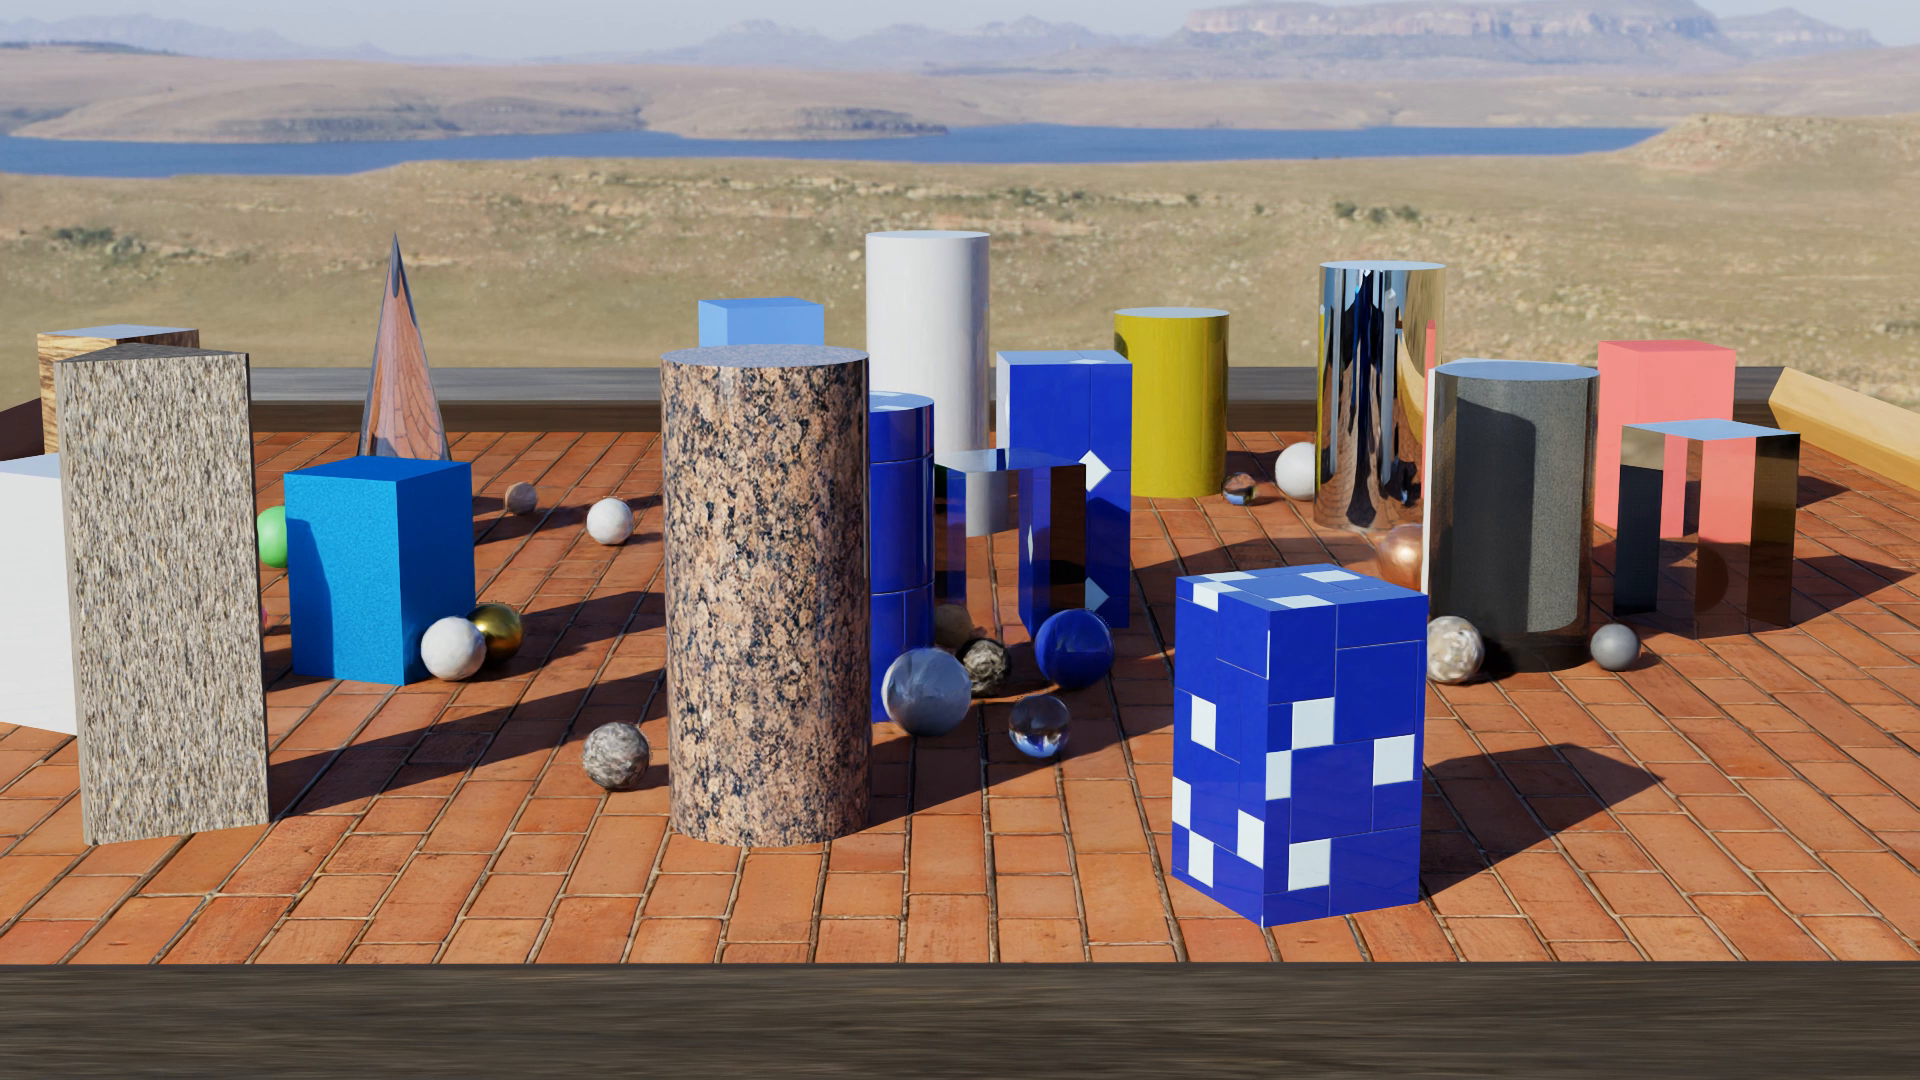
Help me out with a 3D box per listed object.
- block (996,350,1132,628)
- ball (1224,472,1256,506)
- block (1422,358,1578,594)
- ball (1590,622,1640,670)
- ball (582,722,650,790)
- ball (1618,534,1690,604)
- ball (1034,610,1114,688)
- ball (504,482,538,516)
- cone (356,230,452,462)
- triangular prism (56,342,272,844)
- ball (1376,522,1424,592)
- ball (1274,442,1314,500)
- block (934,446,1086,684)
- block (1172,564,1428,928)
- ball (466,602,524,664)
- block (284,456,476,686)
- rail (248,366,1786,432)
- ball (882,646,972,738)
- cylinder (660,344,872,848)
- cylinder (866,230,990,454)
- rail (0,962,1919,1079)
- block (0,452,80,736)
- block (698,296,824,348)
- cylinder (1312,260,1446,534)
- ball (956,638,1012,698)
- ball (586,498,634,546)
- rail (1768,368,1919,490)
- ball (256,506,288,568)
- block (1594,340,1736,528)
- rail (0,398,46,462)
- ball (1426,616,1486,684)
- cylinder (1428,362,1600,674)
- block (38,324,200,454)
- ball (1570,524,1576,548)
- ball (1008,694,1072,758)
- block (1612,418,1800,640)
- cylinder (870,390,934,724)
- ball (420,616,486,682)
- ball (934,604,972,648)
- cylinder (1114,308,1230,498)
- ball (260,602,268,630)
[{"bbox_3d":[0.136,-0.069,3.406,0.159,0.348,0.159,-1,11,-5],"label":"block"},{"bbox_3d":[0.469,-0.085,4.298,0.056,0.056,0.056,0,10,0],"label":"ball"},{"bbox_3d":[0.729,-0.070,3.464,0.159,0.329,0.159,5,12,27],"label":"block"},{"bbox_3d":[0.798,0.130,3.126,0.058,0.058,0.058,0,10,0],"label":"ball"},{"bbox_3d":[-0.350,0.220,2.612,0.069,0.069,0.069,0,10,0],"label":"ball"},{"bbox_3d":[0.952,0.039,3.516,0.096,0.096,0.096,0,10,0],"label":"ball"},{"bbox_3d":[0.135,0.129,3.035,0.094,0.094,0.094,0,10,0],"label":"ball"},{"bbox_3d":[-0.719,-0.067,4.203,0.054,0.054,0.054,0,10,0],"label":"ball"},{"bbox_3d":[-0.852,-0.231,3.909,0.199,0.483,0.199,0,10,0],"label":"cone"},{"bbox_3d":[-0.782,0.044,2.490,0.172,0.458,0.149,-5,12,-26],"label":"triangular prism"},{"bbox_3d":[0.631,0.026,3.575,0.100,0.100,0.100,0,10,0],"label":"ball"},{"bbox_3d":[0.582,-0.116,4.343,0.099,0.099,0.099,0,10,0],"label":"ball"},{"bbox_3d":[0.044,0.030,3.115,0.159,0.259,0.159,-5,12,-25],"label":"block"},{"bbox_3d":[0.298,0.177,2.274,0.159,0.277,0.159,-5,12,-24],"label":"block"},{"bbox_3d":[-0.575,0.115,3.154,0.076,0.076,0.076,0,10,0],"label":"ball"},{"bbox_3d":[-0.705,0.034,3.131,0.159,0.246,0.159,4,11,22],"label":"block"},{"bbox_3d":[-0.010,-0.279,5.136,3.342,0.129,0.045,0,10,0],"label":"rail"},{"bbox_3d":[-0.036,0.167,2.814,0.099,0.099,0.099,0,10,0],"label":"ball"},{"bbox_3d":[-0.185,0.048,2.478,0.199,0.455,0.199,0,10,0],"label":"cylinder"},{"bbox_3d":[-0.051,-0.259,4.123,0.199,0.461,0.199,0,10,0],"label":"cylinder"},{"bbox_3d":[0.010,0.345,1.761,3.342,0.129,0.045,0,10,0],"label":"rail"},{"bbox_3d":[-1.000,0.055,2.906,0.159,0.286,0.159,6,12,29],"label":"block"},{"bbox_3d":[-0.320,-0.207,4.142,0.159,0.352,0.159,-4,11,-21],"label":"block"},{"bbox_3d":[0.671,-0.233,4.109,0.199,0.414,0.199,0,10,0],"label":"cylinder"},{"bbox_3d":[0.026,0.149,2.995,0.070,0.070,0.070,0,10,0],"label":"ball"},{"bbox_3d":[-0.538,-0.028,3.944,0.072,0.072,0.072,0,10,0],"label":"ball"},{"bbox_3d":[1.647,0.032,3.458,0.045,0.129,3.480,0,10,0],"label":"rail"},{"bbox_3d":[-0.995,-0.005,3.765,0.091,0.091,0.091,0,10,0],"label":"ball"},{"bbox_3d":[1.119,-0.166,4.089,0.159,0.289,0.159,-2,11,-8],"label":"block"},{"bbox_3d":[-1.647,0.035,3.439,0.045,0.129,3.480,0,10,0],"label":"rail"},{"bbox_3d":[0.584,0.131,3.057,0.082,0.082,0.082,0,10,0],"label":"ball"},{"bbox_3d":[0.684,-0.032,3.182,0.199,0.357,0.199,0,10,0],"label":"cylinder"},{"bbox_3d":[-1.232,-0.137,3.789,0.159,0.343,0.159,6,12,28],"label":"block"},{"bbox_3d":[0.892,-0.009,3.857,0.066,0.066,0.066,0,10,0],"label":"ball"},{"bbox_3d":[0.086,0.198,2.732,0.068,0.068,0.068,0,10,0],"label":"ball"},{"bbox_3d":[0.980,-0.018,3.375,0.159,0.259,0.159,-5,12,-24],"label":"block"},{"bbox_3d":[-0.129,0.016,2.938,0.199,0.352,0.199,0,10,0],"label":"cylinder"},{"bbox_3d":[-0.606,0.131,3.072,0.077,0.077,0.077,0,10,0],"label":"ball"},{"bbox_3d":[-0.012,0.101,3.001,0.053,0.053,0.053,0,10,0],"label":"ball"},{"bbox_3d":[0.365,-0.241,4.448,0.199,0.307,0.199,0,10,0],"label":"cylinder"},{"bbox_3d":[-0.920,0.100,3.311,0.050,0.050,0.050,0,10,0],"label":"ball"}]
